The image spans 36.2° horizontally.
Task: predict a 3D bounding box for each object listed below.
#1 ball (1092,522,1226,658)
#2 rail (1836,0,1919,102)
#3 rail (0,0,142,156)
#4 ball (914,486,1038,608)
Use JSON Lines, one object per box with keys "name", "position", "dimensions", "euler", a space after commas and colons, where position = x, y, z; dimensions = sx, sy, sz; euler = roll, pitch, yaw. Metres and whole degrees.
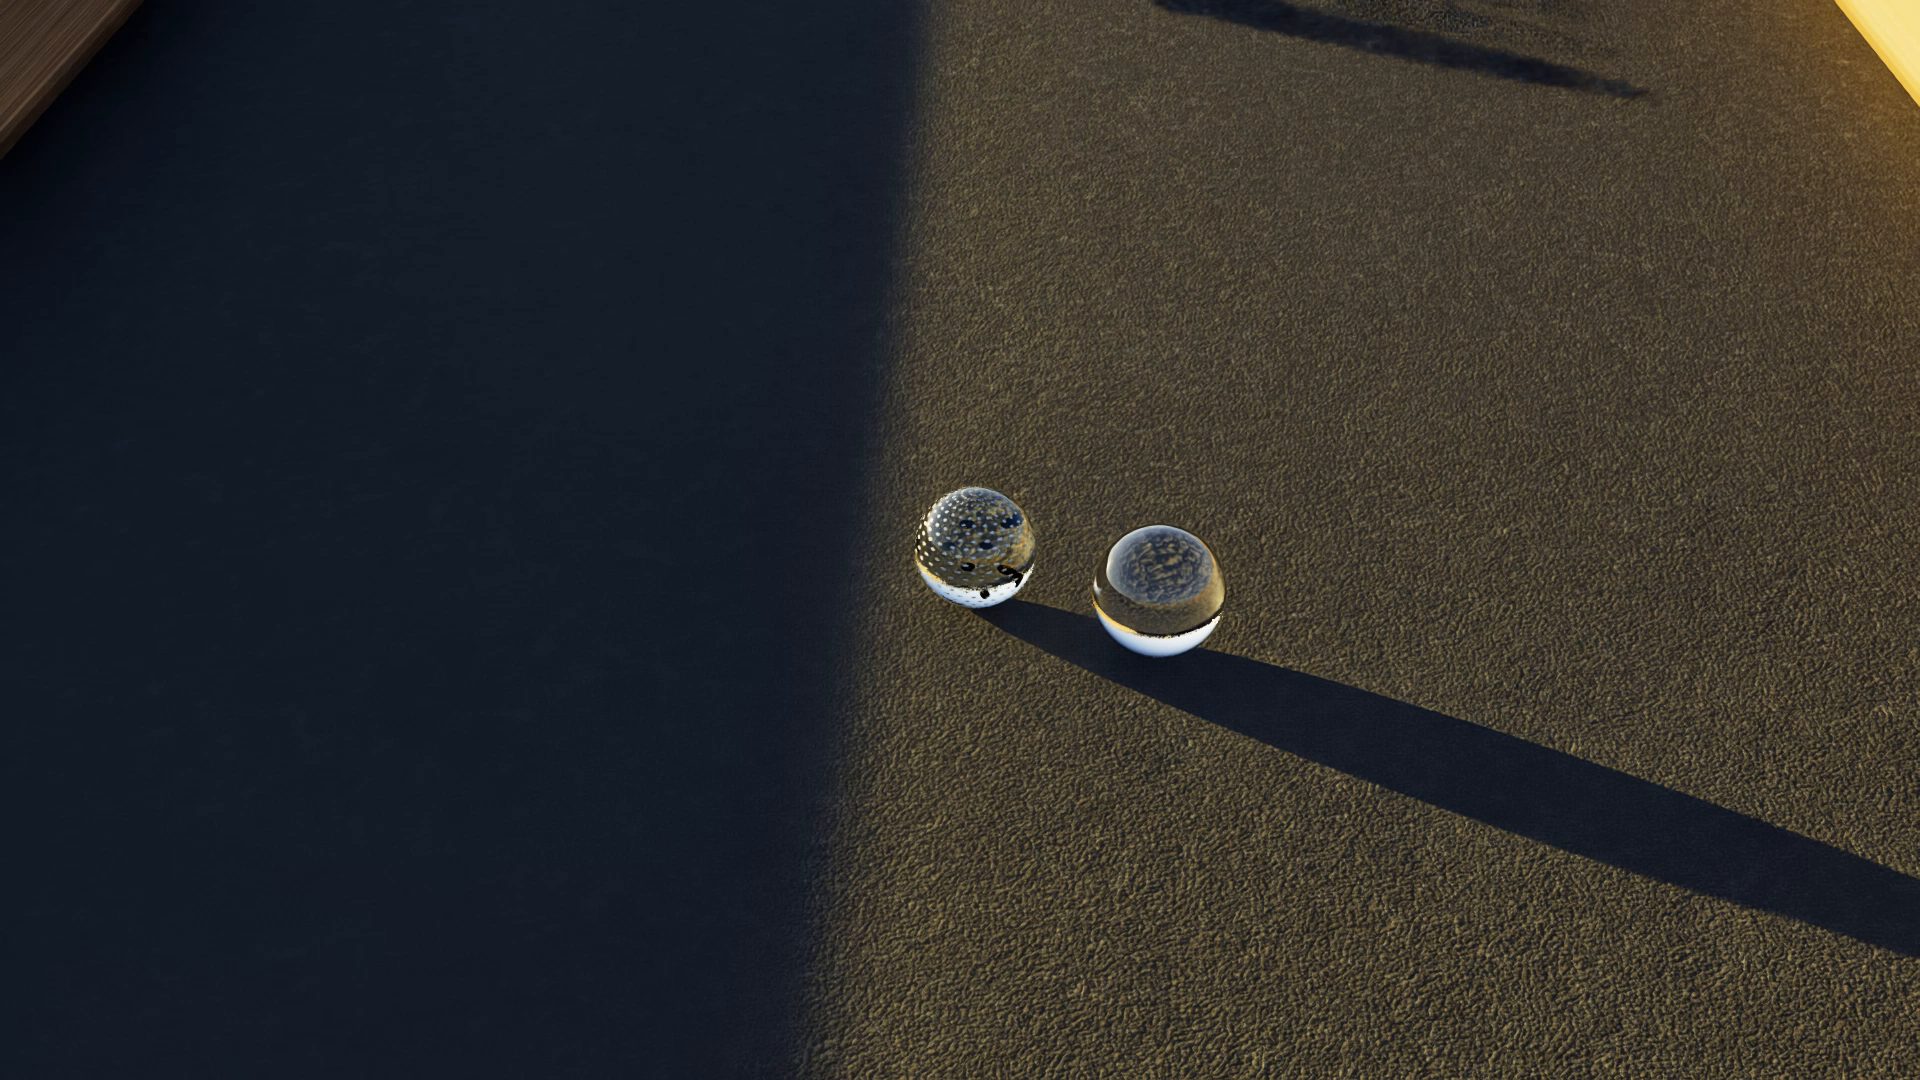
{"name": "ball", "position": [0.117, 0.030, 1.733], "dimensions": [0.080, 0.080, 0.080], "euler": [0, 27, 0]}
{"name": "rail", "position": [0.830, -0.378, 2.474], "dimensions": [0.045, 0.117, 3.193], "euler": [1, 28, 1]}
{"name": "rail", "position": [-0.792, -0.396, 2.508], "dimensions": [0.045, 0.117, 3.193], "euler": [1, 28, 1]}
{"name": "ball", "position": [0.010, 0.004, 1.788], "dimensions": [0.075, 0.075, 0.075], "euler": [0, 27, 0]}
